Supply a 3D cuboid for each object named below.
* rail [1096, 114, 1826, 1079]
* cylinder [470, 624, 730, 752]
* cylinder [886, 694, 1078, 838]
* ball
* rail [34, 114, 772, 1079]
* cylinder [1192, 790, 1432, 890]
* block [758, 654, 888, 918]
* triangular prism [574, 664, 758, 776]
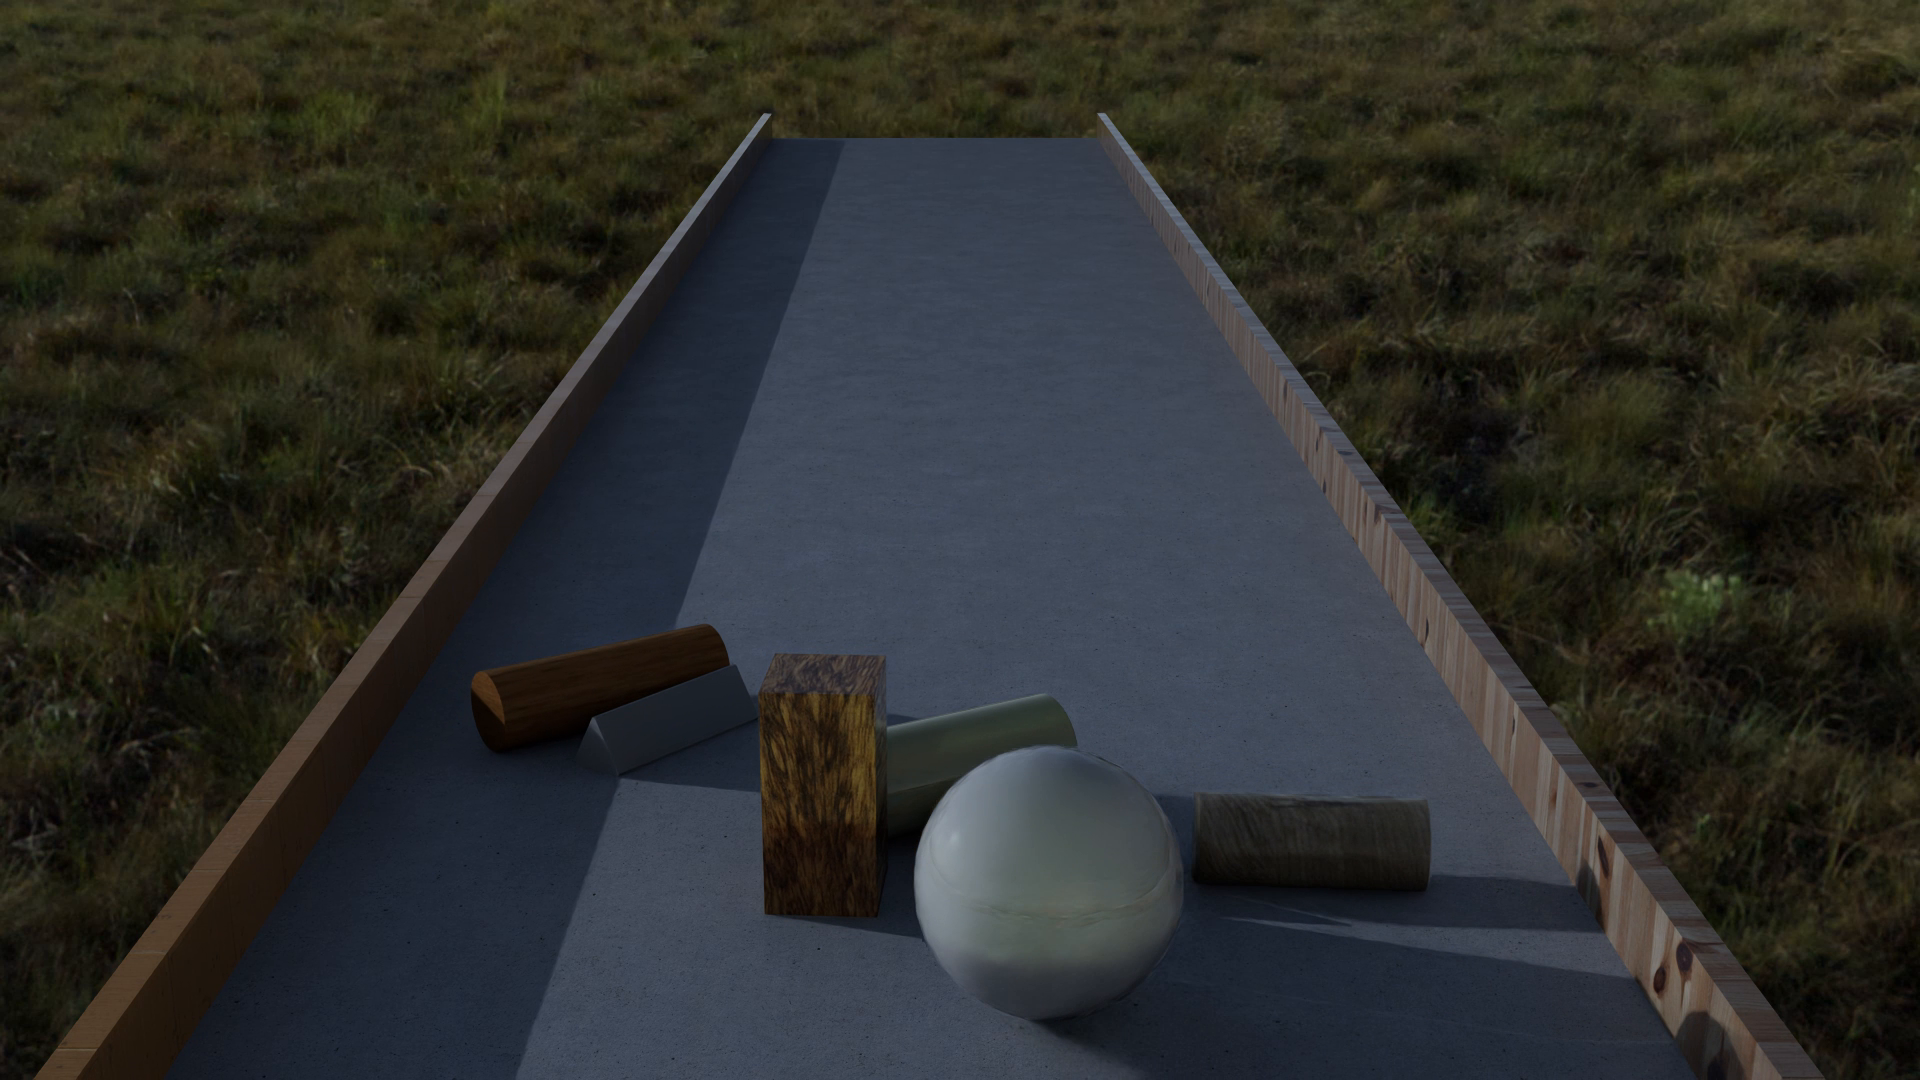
[{"bbox_3d":[0.932,-0.844,7.801,0.050,0.150,12.000,0,17,-1],"label":"rail"},{"bbox_3d":[-0.660,0.269,4.064,0.456,0.147,0.147,-12,20,-34],"label":"cylinder"},{"bbox_3d":[-0.032,0.380,3.636,0.432,0.178,0.178,-10,19,-30],"label":"cylinder"},{"bbox_3d":[0.121,0.467,3.005,0.371,0.371,0.371,0,17,0],"label":"ball"},{"bbox_3d":[-1.118,-0.838,7.780,0.050,0.150,12.000,0,17,-1],"label":"rail"},{"bbox_3d":[0.541,0.466,3.413,0.355,0.141,0.141,1,17,4],"label":"cylinder"},{"bbox_3d":[-0.205,0.372,3.350,0.171,0.357,0.171,1,17,4],"label":"block"},{"bbox_3d":[-0.530,0.316,3.985,0.111,0.096,0.352,12,21,37],"label":"triangular prism"}]
